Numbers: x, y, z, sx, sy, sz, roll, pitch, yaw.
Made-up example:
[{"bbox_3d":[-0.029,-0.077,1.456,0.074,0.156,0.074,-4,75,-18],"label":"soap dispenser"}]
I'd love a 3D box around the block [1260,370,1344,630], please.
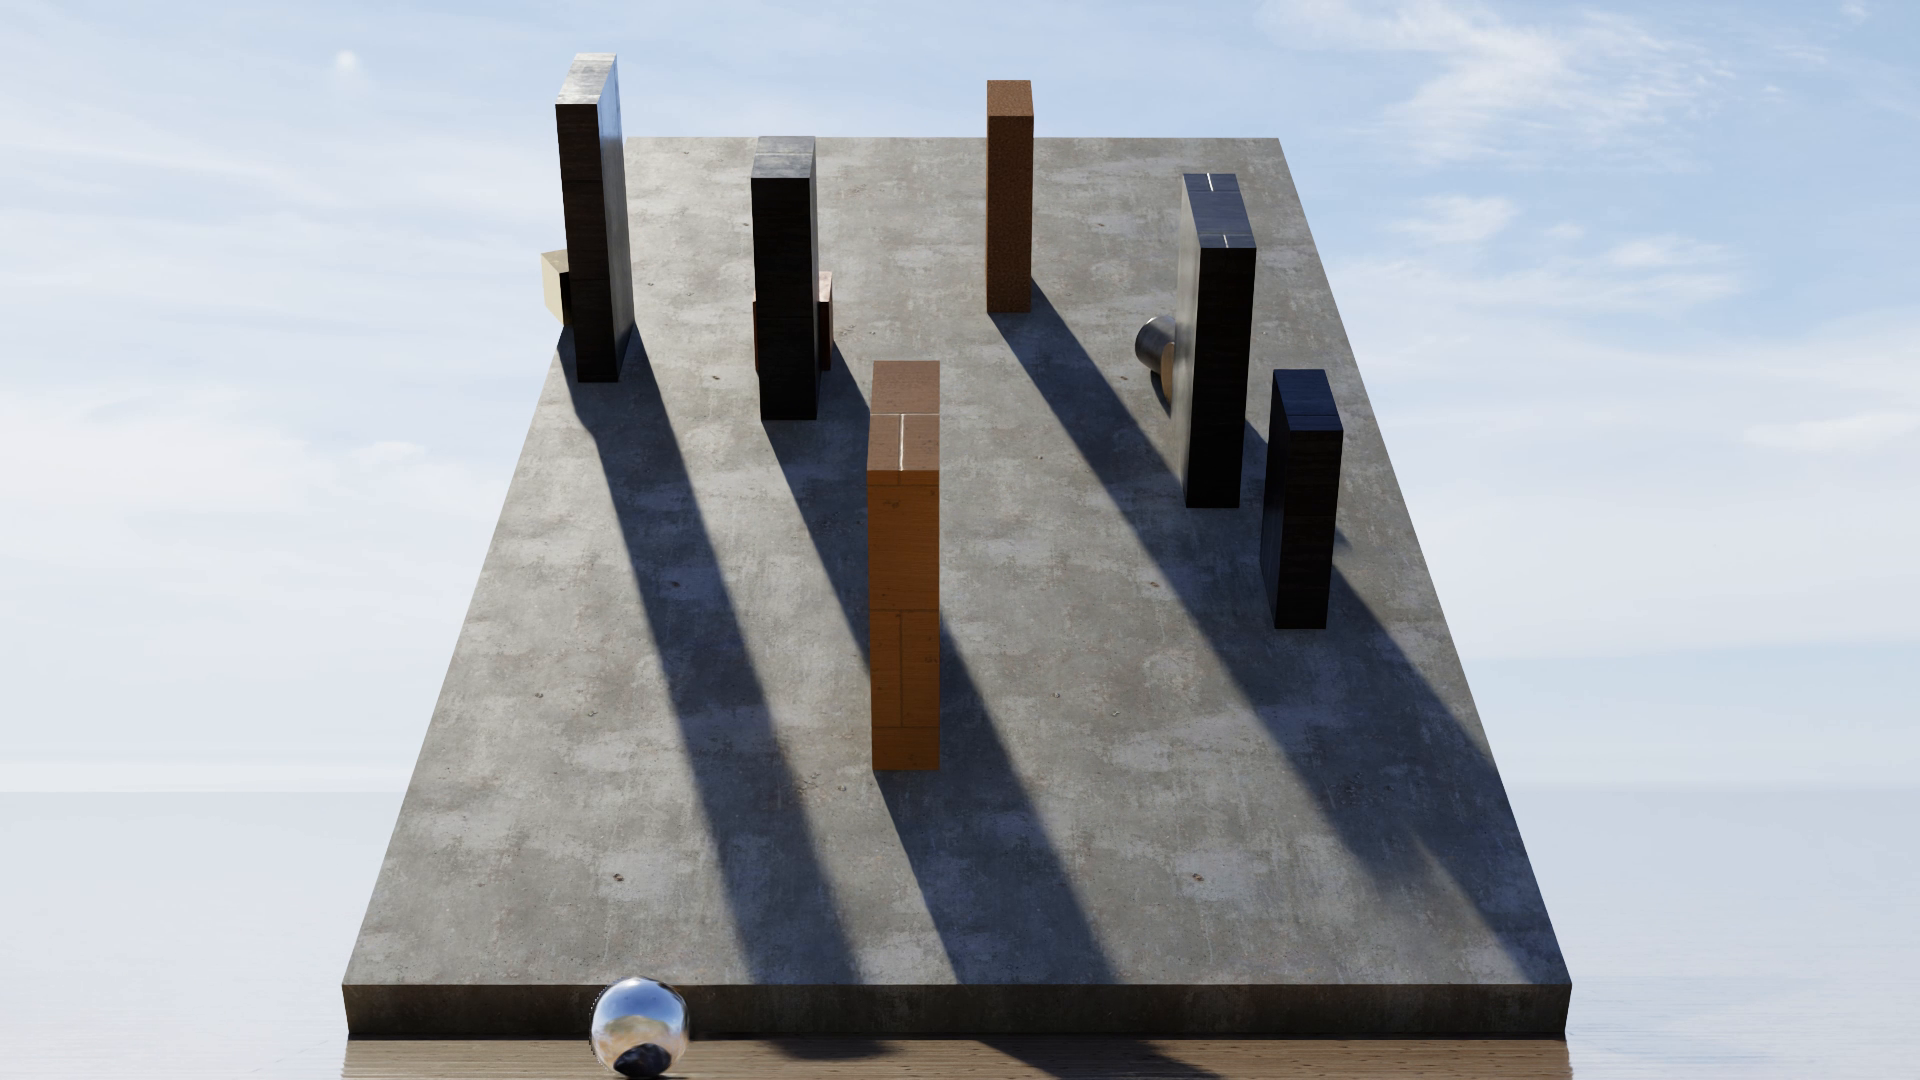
[{"bbox_3d":[0.690,-0.084,4.886,0.104,0.450,0.277,0,29,0],"label":"block"}]

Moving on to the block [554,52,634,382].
[{"bbox_3d":[-0.884,-0.785,5.860,0.097,0.708,0.374,0,29,0],"label":"block"}]

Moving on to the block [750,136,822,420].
[{"bbox_3d":[-0.405,-0.615,5.664,0.132,0.607,0.275,0,29,0],"label":"block"}]

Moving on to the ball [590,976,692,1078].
[{"bbox_3d":[-0.442,0.676,3.335,0.139,0.139,0.139,0,-6,0],"label":"ball"}]

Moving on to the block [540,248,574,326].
[{"bbox_3d":[-0.984,-0.660,6.211,0.146,0.146,0.146,-14,32,-24],"label":"block"}]

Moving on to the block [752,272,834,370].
[{"bbox_3d":[-0.412,-0.544,5.968,0.185,0.185,0.185,0,29,0],"label":"block"}]

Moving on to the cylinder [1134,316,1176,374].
[{"bbox_3d":[0.520,-0.462,5.878,0.135,0.135,0.135,4,24,-33],"label":"cylinder"}]

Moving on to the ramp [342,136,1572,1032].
[{"bbox_3d":[-0.013,-0.215,5.676,2.000,0.100,4.000,0,29,0],"label":"ramp"}]

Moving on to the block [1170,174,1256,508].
[{"bbox_3d":[0.559,-0.446,5.358,0.117,0.618,0.433,0,29,0],"label":"block"}]

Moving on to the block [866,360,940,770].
[{"bbox_3d":[-0.100,0.044,4.477,0.124,0.624,0.443,0,29,0],"label":"block"}]

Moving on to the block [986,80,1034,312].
[{"bbox_3d":[0.126,-0.890,6.232,0.113,0.533,0.276,0,29,0],"label":"block"}]
